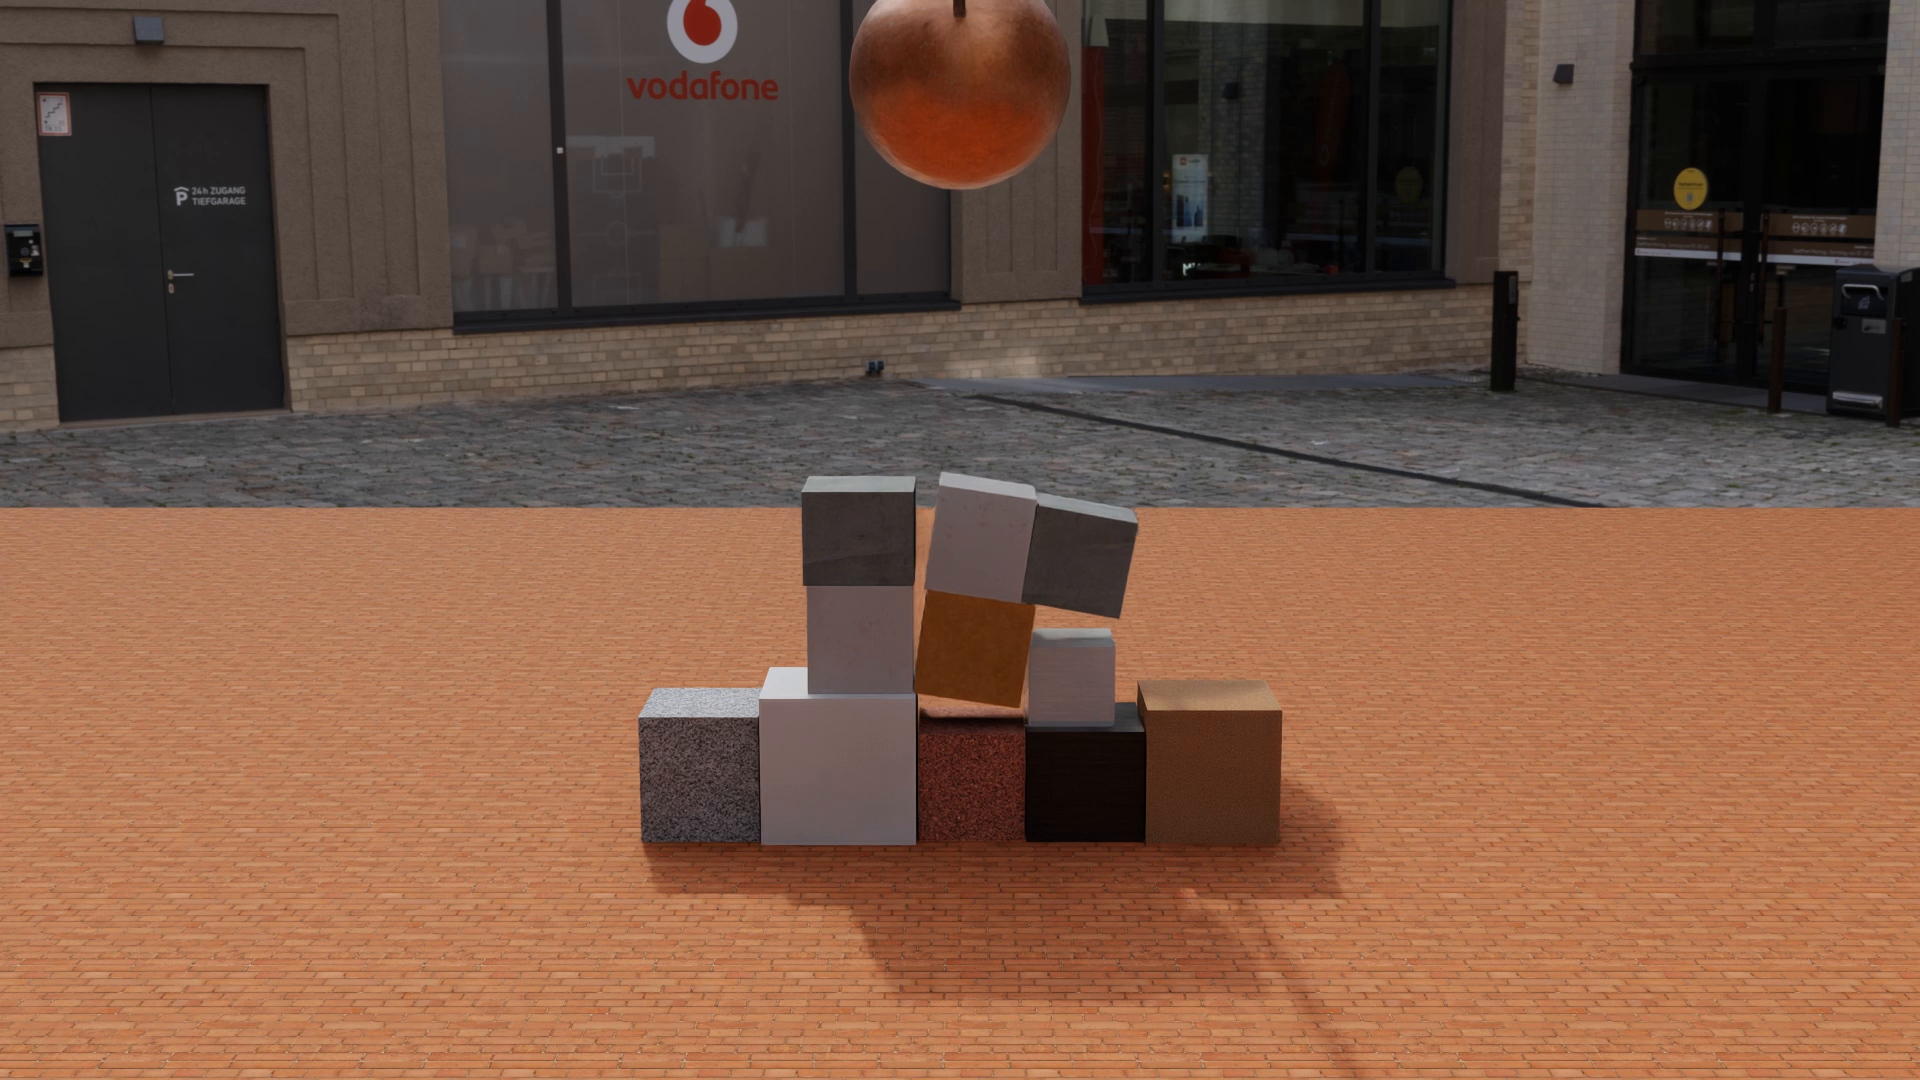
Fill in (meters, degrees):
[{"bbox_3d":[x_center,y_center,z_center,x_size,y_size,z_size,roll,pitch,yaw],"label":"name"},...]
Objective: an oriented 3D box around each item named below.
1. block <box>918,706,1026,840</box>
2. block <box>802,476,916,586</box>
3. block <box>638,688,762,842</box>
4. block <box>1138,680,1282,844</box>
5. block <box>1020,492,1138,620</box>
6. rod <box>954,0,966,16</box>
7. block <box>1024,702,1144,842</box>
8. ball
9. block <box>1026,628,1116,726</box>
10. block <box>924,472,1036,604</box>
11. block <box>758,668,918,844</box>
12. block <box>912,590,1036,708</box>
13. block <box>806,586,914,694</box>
[{"bbox_3d":[0.058,1.203,11.380,0.539,0.561,0.528,0,10,0],"label":"block"},{"bbox_3d":[-0.507,-0.051,11.190,0.556,0.475,0.518,0,10,0],"label":"block"},{"bbox_3d":[-1.314,1.156,11.383,0.600,0.652,0.604,0,10,0],"label":"block"},{"bbox_3d":[1.276,1.136,11.374,0.675,0.694,0.637,0,10,0],"label":"block"},{"bbox_3d":[0.596,0.075,11.205,0.505,0.497,0.432,10,10,-2],"label":"block"},{"bbox_3d":[0.000,-4.556,12.600,0.080,0.080,5.200,0,-21,0],"label":"rod"},{"bbox_3d":[0.633,1.194,11.387,0.591,0.576,0.592,0,10,0],"label":"block"},{"bbox_3d":[0.000,-3.316,15.766,1.600,1.600,1.600,0,10,0],"label":"ball"},{"bbox_3d":[0.565,0.704,11.319,0.438,0.414,0.428,0,10,0],"label":"block"},{"bbox_3d":[0.101,-0.018,11.169,0.488,0.530,0.462,9,10,-2],"label":"block"},{"bbox_3d":[-0.613,1.105,11.362,0.782,0.760,0.667,0,10,0],"label":"block"},{"bbox_3d":[0.071,0.504,11.283,0.544,0.534,0.514,9,10,-2],"label":"block"},{"bbox_3d":[-0.502,0.461,11.244,0.527,0.550,0.474,0,10,0],"label":"block"}]
